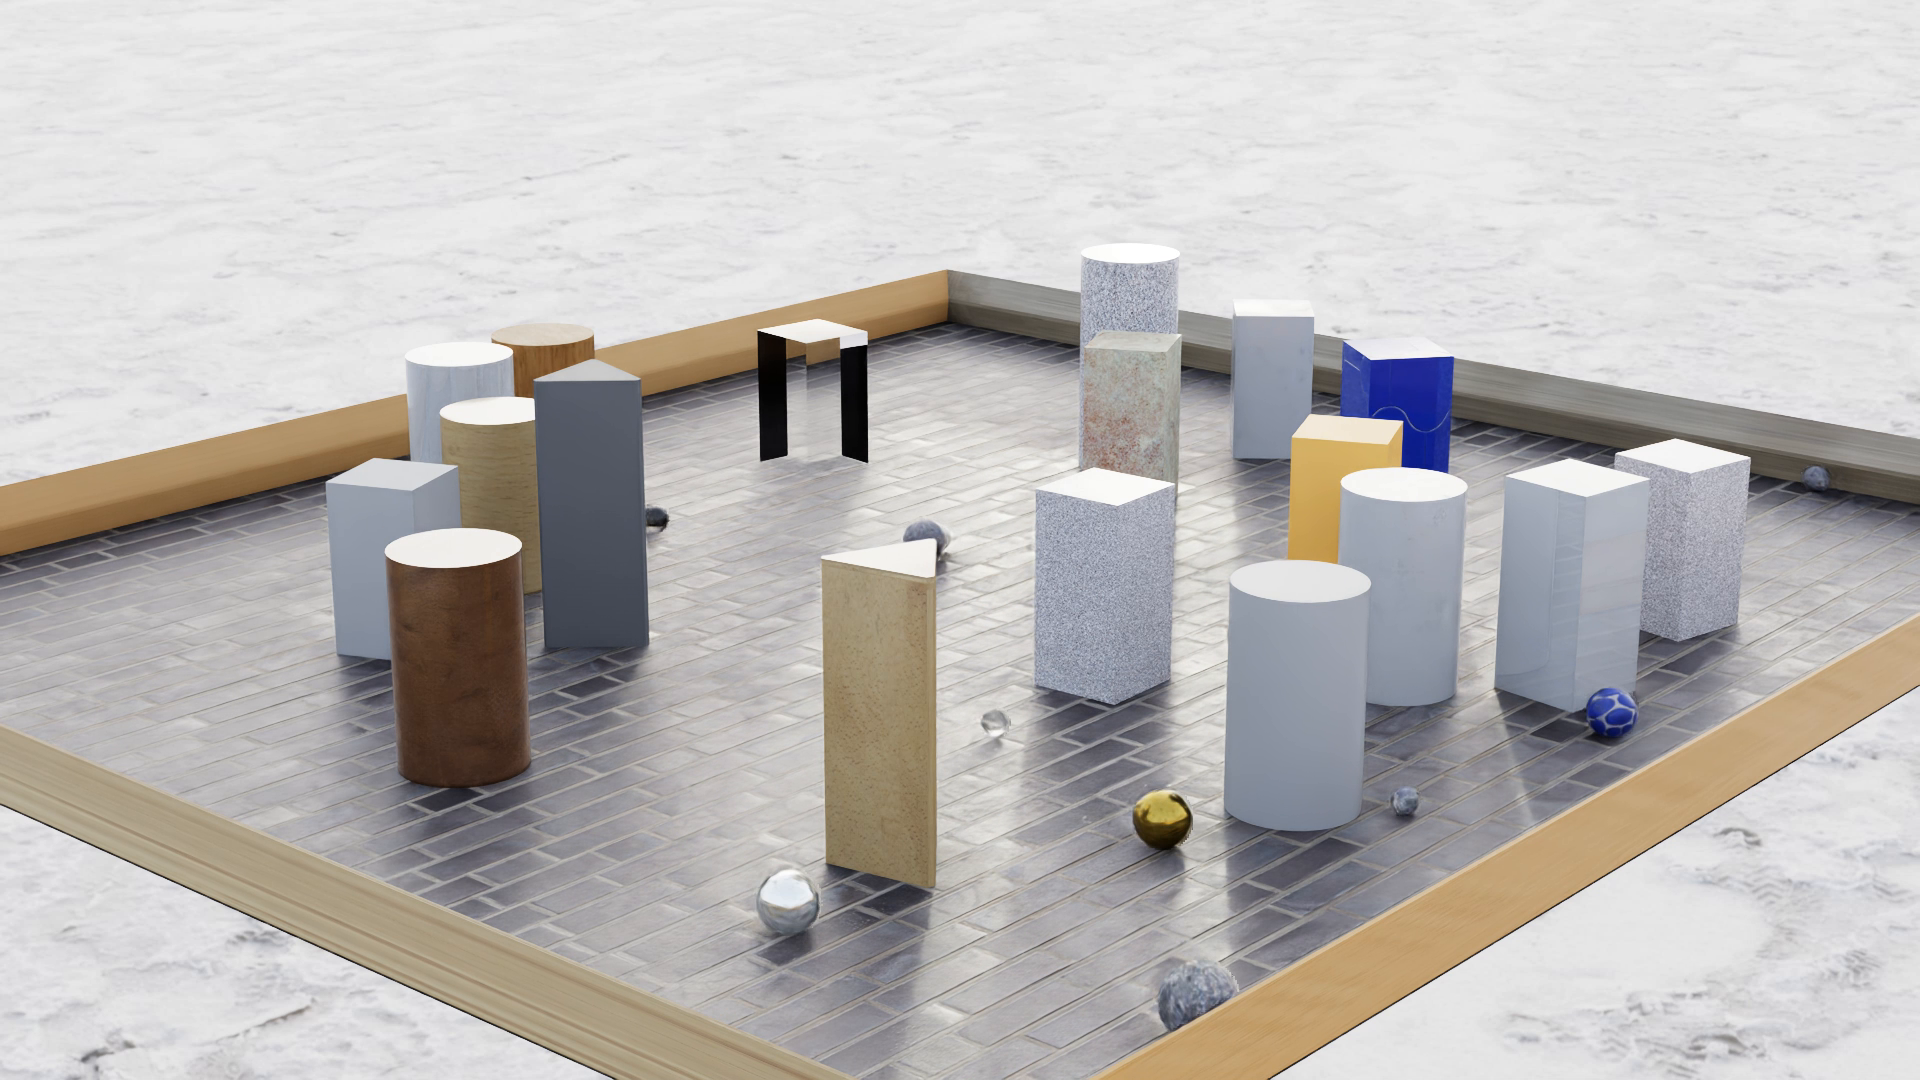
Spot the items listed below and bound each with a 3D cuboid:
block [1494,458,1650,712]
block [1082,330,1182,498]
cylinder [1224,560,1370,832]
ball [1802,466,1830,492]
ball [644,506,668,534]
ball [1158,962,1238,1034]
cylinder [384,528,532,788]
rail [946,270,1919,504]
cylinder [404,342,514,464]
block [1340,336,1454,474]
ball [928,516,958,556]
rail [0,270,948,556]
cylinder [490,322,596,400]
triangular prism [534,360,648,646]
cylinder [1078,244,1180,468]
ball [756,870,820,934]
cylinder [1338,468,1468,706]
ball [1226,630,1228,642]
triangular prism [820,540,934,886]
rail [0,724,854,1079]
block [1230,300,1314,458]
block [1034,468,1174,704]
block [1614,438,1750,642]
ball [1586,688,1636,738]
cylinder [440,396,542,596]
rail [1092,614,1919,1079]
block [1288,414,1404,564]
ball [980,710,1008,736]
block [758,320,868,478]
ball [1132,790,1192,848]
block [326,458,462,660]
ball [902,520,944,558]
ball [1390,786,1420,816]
[{"bbox_3d":[0.962,0.070,4.614,0.157,0.349,0.157,-14,22,-38],"label":"block"},{"bbox_3d":[0.332,-0.229,5.657,0.157,0.318,0.157,4,17,14],"label":"block"},{"bbox_3d":[0.475,0.218,4.146,0.196,0.336,0.196,0,17,0],"label":"cylinder"},{"bbox_3d":[1.680,-0.119,5.755,0.052,0.052,0.052,0,17,0],"label":"ball"},{"bbox_3d":[-0.571,-0.039,5.488,0.052,0.052,0.052,0,17,0],"label":"ball"},{"bbox_3d":[0.282,0.547,3.470,0.096,0.096,0.096,0,17,0],"label":"ball"},{"bbox_3d":[-0.734,0.172,4.301,0.196,0.335,0.196,0,17,0],"label":"cylinder"},{"bbox_3d":[1.063,-0.322,6.293,2.944,0.128,0.045,14,22,39],"label":"rail"},{"bbox_3d":[-0.920,-0.176,5.436,0.196,0.346,0.196,0,17,0],"label":"cylinder"},{"bbox_3d":[0.797,-0.174,5.391,0.157,0.367,0.157,-3,17,-11],"label":"block"},{"bbox_3d":[-0.041,-0.005,5.375,0.076,0.076,0.076,0,17,0],"label":"ball"},{"bbox_3d":[-1.094,-0.242,6.029,0.045,0.128,3.292,14,22,39],"label":"rail"},{"bbox_3d":[-0.800,-0.237,5.665,0.196,0.329,0.196,0,17,0],"label":"cylinder"},{"bbox_3d":[-0.606,-0.062,4.871,0.170,0.454,0.147,-1,17,-2],"label":"triangular prism"},{"bbox_3d":[0.339,-0.363,5.902,0.196,0.435,0.196,0,17,0],"label":"cylinder"},{"bbox_3d":[-0.221,0.465,3.765,0.082,0.082,0.082,0,17,0],"label":"ball"},{"bbox_3d":[0.694,0.072,4.633,0.196,0.333,0.196,0,17,0],"label":"cylinder"},{"bbox_3d":[0.472,0.158,4.803,0.072,0.072,0.072,0,17,0],"label":"ball"},{"bbox_3d":[-0.073,0.225,3.953,0.170,0.434,0.147,10,19,29],"label":"triangular prism"},{"bbox_3d":[-1.063,0.385,3.947,2.944,0.128,0.045,14,22,39],"label":"rail"},{"bbox_3d":[0.640,-0.332,6.036,0.157,0.298,0.157,1,17,2],"label":"block"},{"bbox_3d":[0.228,0.071,4.652,0.157,0.325,0.157,13,21,36],"label":"block"},{"bbox_3d":[1.211,-0.002,4.952,0.157,0.291,0.157,-13,21,-36],"label":"block"},{"bbox_3d":[0.989,0.262,4.451,0.076,0.076,0.076,0,17,0],"label":"ball"},{"bbox_3d":[-0.809,-0.077,5.167,0.196,0.311,0.196,0,17,0],"label":"cylinder"},{"bbox_3d":[1.094,0.306,4.211,0.045,0.128,3.292,14,22,39],"label":"rail"},{"bbox_3d":[0.639,-0.013,4.878,0.157,0.355,0.157,5,18,16],"label":"block"},{"bbox_3d":[0.052,0.278,4.458,0.041,0.041,0.041,0,17,0],"label":"ball"},{"bbox_3d":[-0.297,-0.289,5.933,0.157,0.275,0.157,-14,22,-39],"label":"block"},{"bbox_3d":[0.278,0.384,4.038,0.081,0.081,0.081,0,17,0],"label":"ball"},{"bbox_3d":[-0.927,0.033,4.834,0.157,0.293,0.157,5,18,18],"label":"block"},{"bbox_3d":[-0.066,0.001,5.315,0.077,0.077,0.077,0,17,0],"label":"ball"},{"bbox_3d":[0.631,0.370,4.154,0.041,0.041,0.041,0,17,0],"label":"ball"}]
